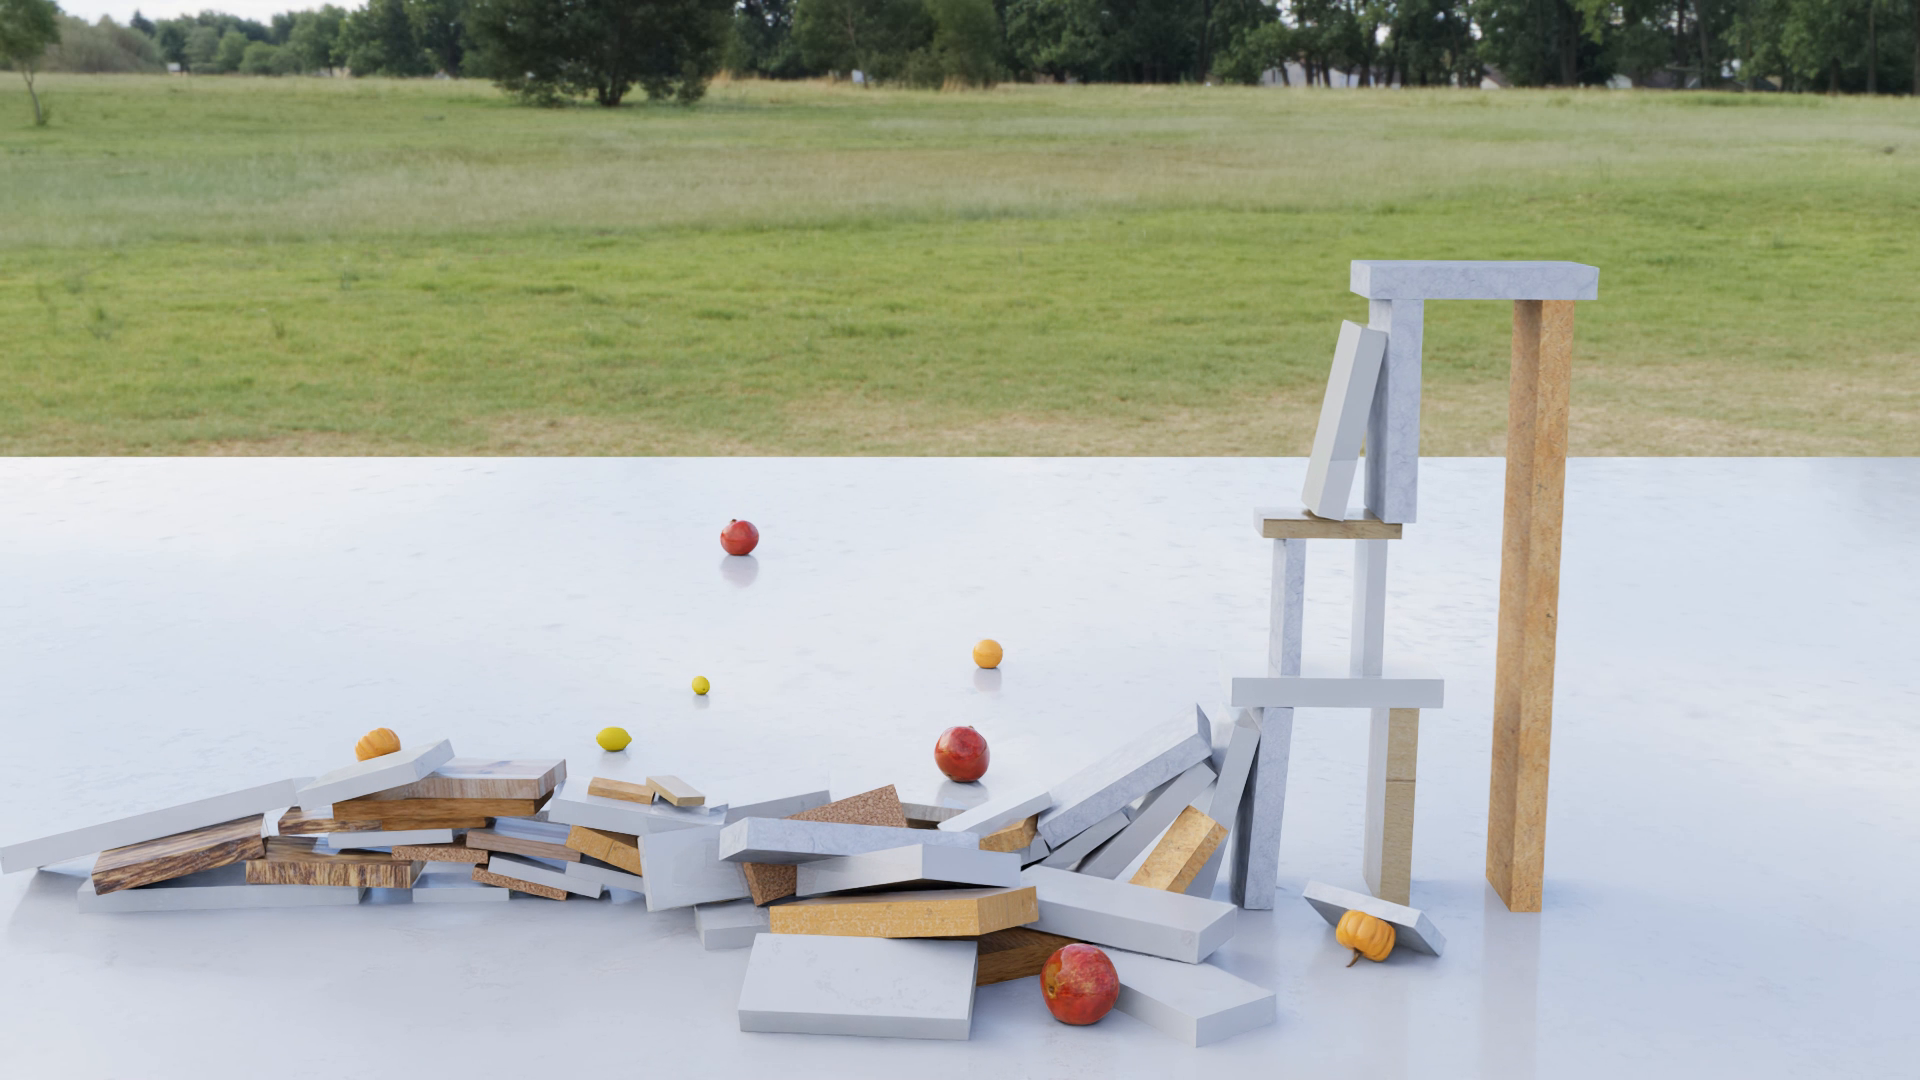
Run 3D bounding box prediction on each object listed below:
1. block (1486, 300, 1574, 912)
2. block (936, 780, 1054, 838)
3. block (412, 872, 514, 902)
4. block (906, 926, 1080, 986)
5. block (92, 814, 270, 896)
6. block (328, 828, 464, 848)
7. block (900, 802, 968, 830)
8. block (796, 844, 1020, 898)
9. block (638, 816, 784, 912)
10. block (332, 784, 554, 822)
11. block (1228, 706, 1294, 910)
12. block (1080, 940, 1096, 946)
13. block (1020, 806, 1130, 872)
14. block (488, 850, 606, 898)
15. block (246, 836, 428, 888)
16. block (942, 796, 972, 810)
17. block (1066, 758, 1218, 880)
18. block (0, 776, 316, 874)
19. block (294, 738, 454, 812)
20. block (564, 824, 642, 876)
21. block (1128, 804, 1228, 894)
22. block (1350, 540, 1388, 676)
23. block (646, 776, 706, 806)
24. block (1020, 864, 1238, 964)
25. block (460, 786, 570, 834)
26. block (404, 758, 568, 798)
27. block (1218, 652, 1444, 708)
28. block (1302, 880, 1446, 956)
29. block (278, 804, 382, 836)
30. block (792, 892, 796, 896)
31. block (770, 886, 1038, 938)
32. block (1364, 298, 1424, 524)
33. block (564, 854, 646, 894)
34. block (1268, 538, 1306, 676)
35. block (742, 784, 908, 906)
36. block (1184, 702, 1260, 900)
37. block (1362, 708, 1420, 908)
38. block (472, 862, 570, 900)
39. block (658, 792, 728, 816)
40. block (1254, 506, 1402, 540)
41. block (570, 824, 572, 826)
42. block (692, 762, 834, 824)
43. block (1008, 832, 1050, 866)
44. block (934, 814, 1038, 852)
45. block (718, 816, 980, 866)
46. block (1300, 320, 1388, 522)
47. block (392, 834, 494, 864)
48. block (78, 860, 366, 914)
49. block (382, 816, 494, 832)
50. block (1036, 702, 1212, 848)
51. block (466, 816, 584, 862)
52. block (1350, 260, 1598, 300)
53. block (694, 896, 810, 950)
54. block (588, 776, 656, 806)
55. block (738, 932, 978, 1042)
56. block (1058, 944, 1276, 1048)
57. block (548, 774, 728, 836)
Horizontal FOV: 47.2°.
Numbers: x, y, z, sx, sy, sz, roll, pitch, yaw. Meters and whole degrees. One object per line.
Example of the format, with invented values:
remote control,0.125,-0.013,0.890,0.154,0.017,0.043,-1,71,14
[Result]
block,0.924,0.101,3.577,0.050,0.994,0.176,0,11,0
block,0.058,0.455,3.637,0.182,0.026,0.091,-24,10,-9
block,-0.825,0.579,3.670,0.158,0.022,0.079,0,11,-2
block,-0.008,0.626,3.343,0.342,0.048,0.171,-5,12,-26
block,-1.280,0.516,3.621,0.266,0.038,0.133,-13,11,-13
block,-0.936,0.483,3.659,0.205,0.024,0.086,-3,10,1
block,0.005,0.503,3.777,0.240,0.103,0.029,8,52,-7
block,-0.084,0.519,3.400,0.179,0.051,0.357,12,-18,-33
block,-0.390,0.520,3.530,0.238,0.119,0.034,-5,-14,-25
block,-0.854,0.427,3.643,0.339,0.033,0.117,-2,10,6
block,0.497,0.421,3.643,0.048,0.340,0.170,4,10,-3
block,0.197,0.610,3.492,0.091,0.026,0.182,-10,14,-42
block,0.172,0.507,3.652,0.238,0.034,0.119,-36,9,6
block,-0.682,0.547,3.662,0.187,0.027,0.094,14,10,-1
block,-1.032,0.534,3.653,0.266,0.038,0.133,2,10,-2
block,-0.002,0.514,3.918,0.091,0.026,0.182,24,13,4
block,0.293,0.464,3.651,0.044,0.310,0.155,43,7,-8
block,-1.351,0.482,3.730,0.492,0.045,0.158,-13,-4,-4
block,-0.961,0.386,3.616,0.234,0.033,0.117,-16,9,20
block,-0.509,0.519,3.651,0.279,0.040,0.139,23,9,-6
block,0.337,0.527,3.528,0.029,0.205,0.103,39,-5,-22
block,0.665,0.098,3.576,0.031,0.222,0.111,0,11,0
block,-0.470,0.413,3.631,0.053,0.015,0.105,3,13,-38
block,0.234,0.573,3.383,0.342,0.048,0.171,8,8,25
block,-0.848,0.478,3.906,0.315,0.045,0.158,0,11,0
block,-0.781,0.392,3.626,0.234,0.033,0.117,-1,11,13
block,0.605,0.230,3.607,0.340,0.048,0.170,1,11,0
block,0.645,0.589,3.430,0.205,0.029,0.103,10,-27,43
block,-1.040,0.463,3.669,0.171,0.024,0.086,-4,10,-1
block,-0.329,0.533,3.658,0.279,0.040,0.140,16,10,-5
block,-0.084,0.557,3.276,0.357,0.051,0.179,-7,-6,29
block,0.693,-0.216,3.520,0.050,0.352,0.176,0,11,-1
block,-0.555,0.551,3.659,0.187,0.027,0.094,14,10,-3
block,0.531,0.098,3.571,0.031,0.222,0.111,1,11,-3
block,-0.218,0.494,3.578,0.285,0.119,0.034,-14,-9,-30
block,0.421,0.437,3.642,0.044,0.310,0.155,15,10,-4
block,0.713,0.421,3.645,0.048,0.340,0.170,1,11,1
block,-0.727,0.561,3.667,0.157,0.022,0.079,13,10,-2
block,-0.441,0.432,3.644,0.105,0.015,0.053,16,11,29
block,0.593,-0.028,3.554,0.222,0.031,0.111,1,11,0
block,-0.786,0.509,3.980,0.315,0.045,0.158,-2,11,-10
block,-0.410,0.480,3.952,0.361,0.051,0.179,-11,11,-2
block,0.030,0.532,3.657,0.238,0.034,0.119,-21,10,3
block,0.014,0.501,3.661,0.238,0.034,0.119,-19,10,18
block,-0.176,0.484,3.467,0.375,0.048,0.171,7,-16,-19
block,0.614,-0.194,3.526,0.043,0.304,0.152,11,10,-3
block,-0.855,0.511,3.656,0.158,0.022,0.079,3,10,0
block,-1.218,0.573,3.660,0.445,0.038,0.133,-1,11,-6
block,-0.862,0.456,3.651,0.171,0.024,0.085,-3,10,3
block,0.272,0.387,3.632,0.310,0.044,0.155,-32,9,12
block,-0.714,0.494,3.645,0.187,0.027,0.094,8,10,-1
block,0.810,-0.412,3.482,0.352,0.050,0.176,0,11,0
block,-0.295,0.605,3.495,0.238,0.034,0.119,-3,11,-14
block,-0.557,0.414,3.627,0.105,0.015,0.053,10,10,-2
block,-0.142,0.637,3.141,0.324,0.043,0.152,1,34,6
block,0.299,0.653,3.211,0.152,0.043,0.304,-8,13,-35
block,-0.528,0.446,3.631,0.279,0.040,0.140,10,10,-4
